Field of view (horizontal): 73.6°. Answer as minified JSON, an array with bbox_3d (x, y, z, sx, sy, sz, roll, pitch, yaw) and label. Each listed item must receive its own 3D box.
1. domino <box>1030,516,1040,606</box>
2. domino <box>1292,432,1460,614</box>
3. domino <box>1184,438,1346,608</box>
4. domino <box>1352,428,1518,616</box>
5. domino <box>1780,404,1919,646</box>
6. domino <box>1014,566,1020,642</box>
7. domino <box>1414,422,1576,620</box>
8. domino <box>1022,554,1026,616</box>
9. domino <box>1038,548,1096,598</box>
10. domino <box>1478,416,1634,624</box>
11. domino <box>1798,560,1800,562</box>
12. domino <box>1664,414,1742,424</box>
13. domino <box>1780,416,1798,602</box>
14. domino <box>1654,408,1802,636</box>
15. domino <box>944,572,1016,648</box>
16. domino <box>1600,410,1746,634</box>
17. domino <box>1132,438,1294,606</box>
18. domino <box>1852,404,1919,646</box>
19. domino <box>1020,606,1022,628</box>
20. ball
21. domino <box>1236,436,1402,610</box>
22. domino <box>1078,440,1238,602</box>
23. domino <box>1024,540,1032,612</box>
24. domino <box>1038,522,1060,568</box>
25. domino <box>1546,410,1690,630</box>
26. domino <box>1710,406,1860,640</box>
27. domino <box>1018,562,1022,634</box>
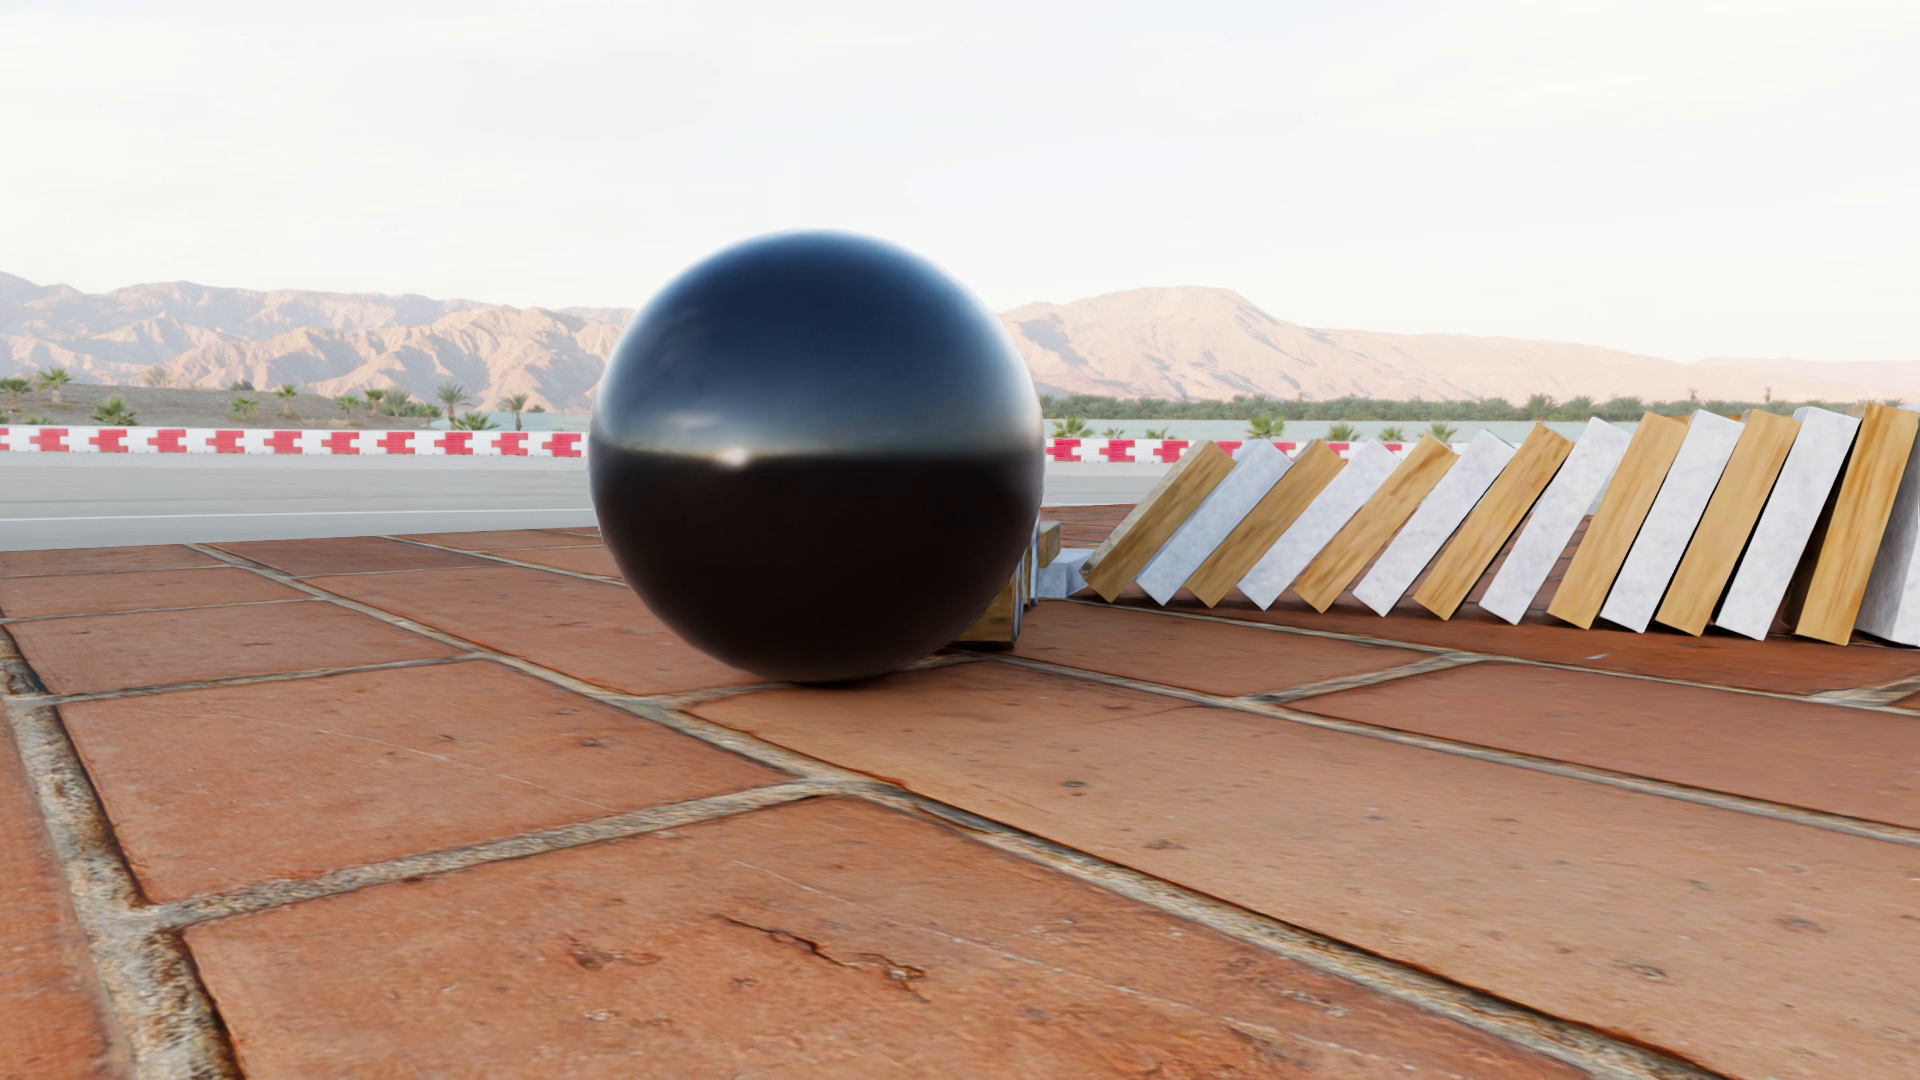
[{"bbox_3d":[0.008,-0.008,0.340,0.025,0.050,0.009,1,-15,8],"label":"domino"},{"bbox_3d":[0.106,-0.005,0.327,0.009,0.050,0.025,41,17,14],"label":"domino"},{"bbox_3d":[0.080,-0.005,0.339,0.009,0.050,0.025,42,11,5],"label":"domino"},{"bbox_3d":[0.119,-0.005,0.320,0.010,0.050,0.025,39,18,17],"label":"domino"},{"bbox_3d":[0.193,-0.004,0.279,0.010,0.050,0.025,16,11,25],"label":"domino"},{"bbox_3d":[0.000,-0.004,0.280,0.025,0.050,0.010,0,-14,7],"label":"domino"},{"bbox_3d":[0.131,-0.005,0.314,0.009,0.050,0.025,37,19,20],"label":"domino"},{"bbox_3d":[0.004,-0.007,0.319,0.025,0.050,0.009,1,-14,7],"label":"domino"},{"bbox_3d":[0.024,0.009,0.382,0.025,0.009,0.050,1,4,17],"label":"domino"},{"bbox_3d":[0.143,-0.005,0.307,0.009,0.050,0.025,32,17,22],"label":"domino"},{"bbox_3d":[0.236,-0.009,0.354,0.010,0.050,0.025,2,5,27],"label":"domino"},{"bbox_3d":[0.197,-0.008,0.345,0.025,0.050,0.010,3,5,34],"label":"domino"},{"bbox_3d":[0.222,-0.009,0.358,0.010,0.050,0.025,0,4,3],"label":"domino"},{"bbox_3d":[0.173,-0.004,0.290,0.009,0.050,0.025,24,14,24],"label":"domino"},{"bbox_3d":[-0.001,-0.003,0.270,0.025,0.050,0.010,0,-14,7],"label":"domino"},{"bbox_3d":[0.163,-0.005,0.295,0.009,0.050,0.025,25,15,24],"label":"domino"},{"bbox_3d":[0.066,-0.005,0.345,0.010,0.050,0.025,42,4,-2],"label":"domino"},{"bbox_3d":[0.206,-0.003,0.275,0.009,0.050,0.025,11,7,14],"label":"domino"},{"bbox_3d":[0.002,-0.005,0.299,0.025,0.050,0.009,1,-14,7],"label":"domino"},{"bbox_3d":[-0.025,-0.015,0.228,0.080,0.080,0.080,0,4,0],"label":"ball"},{"bbox_3d":[0.093,-0.005,0.333,0.010,0.050,0.025,43,16,11],"label":"domino"},{"bbox_3d":[0.054,-0.006,0.353,0.010,0.050,0.025,42,4,-2],"label":"domino"},{"bbox_3d":[0.006,-0.007,0.330,0.025,0.050,0.010,1,-15,7],"label":"domino"},{"bbox_3d":[0.014,0.001,0.368,0.025,0.010,0.050,1,4,9],"label":"domino"},{"bbox_3d":[0.154,-0.005,0.301,0.009,0.050,0.025,26,15,23],"label":"domino"},{"bbox_3d":[0.182,-0.004,0.285,0.009,0.050,0.025,22,13,24],"label":"domino"},{"bbox_3d":[0.001,-0.004,0.289,0.025,0.050,0.009,1,-14,7],"label":"domino"}]
